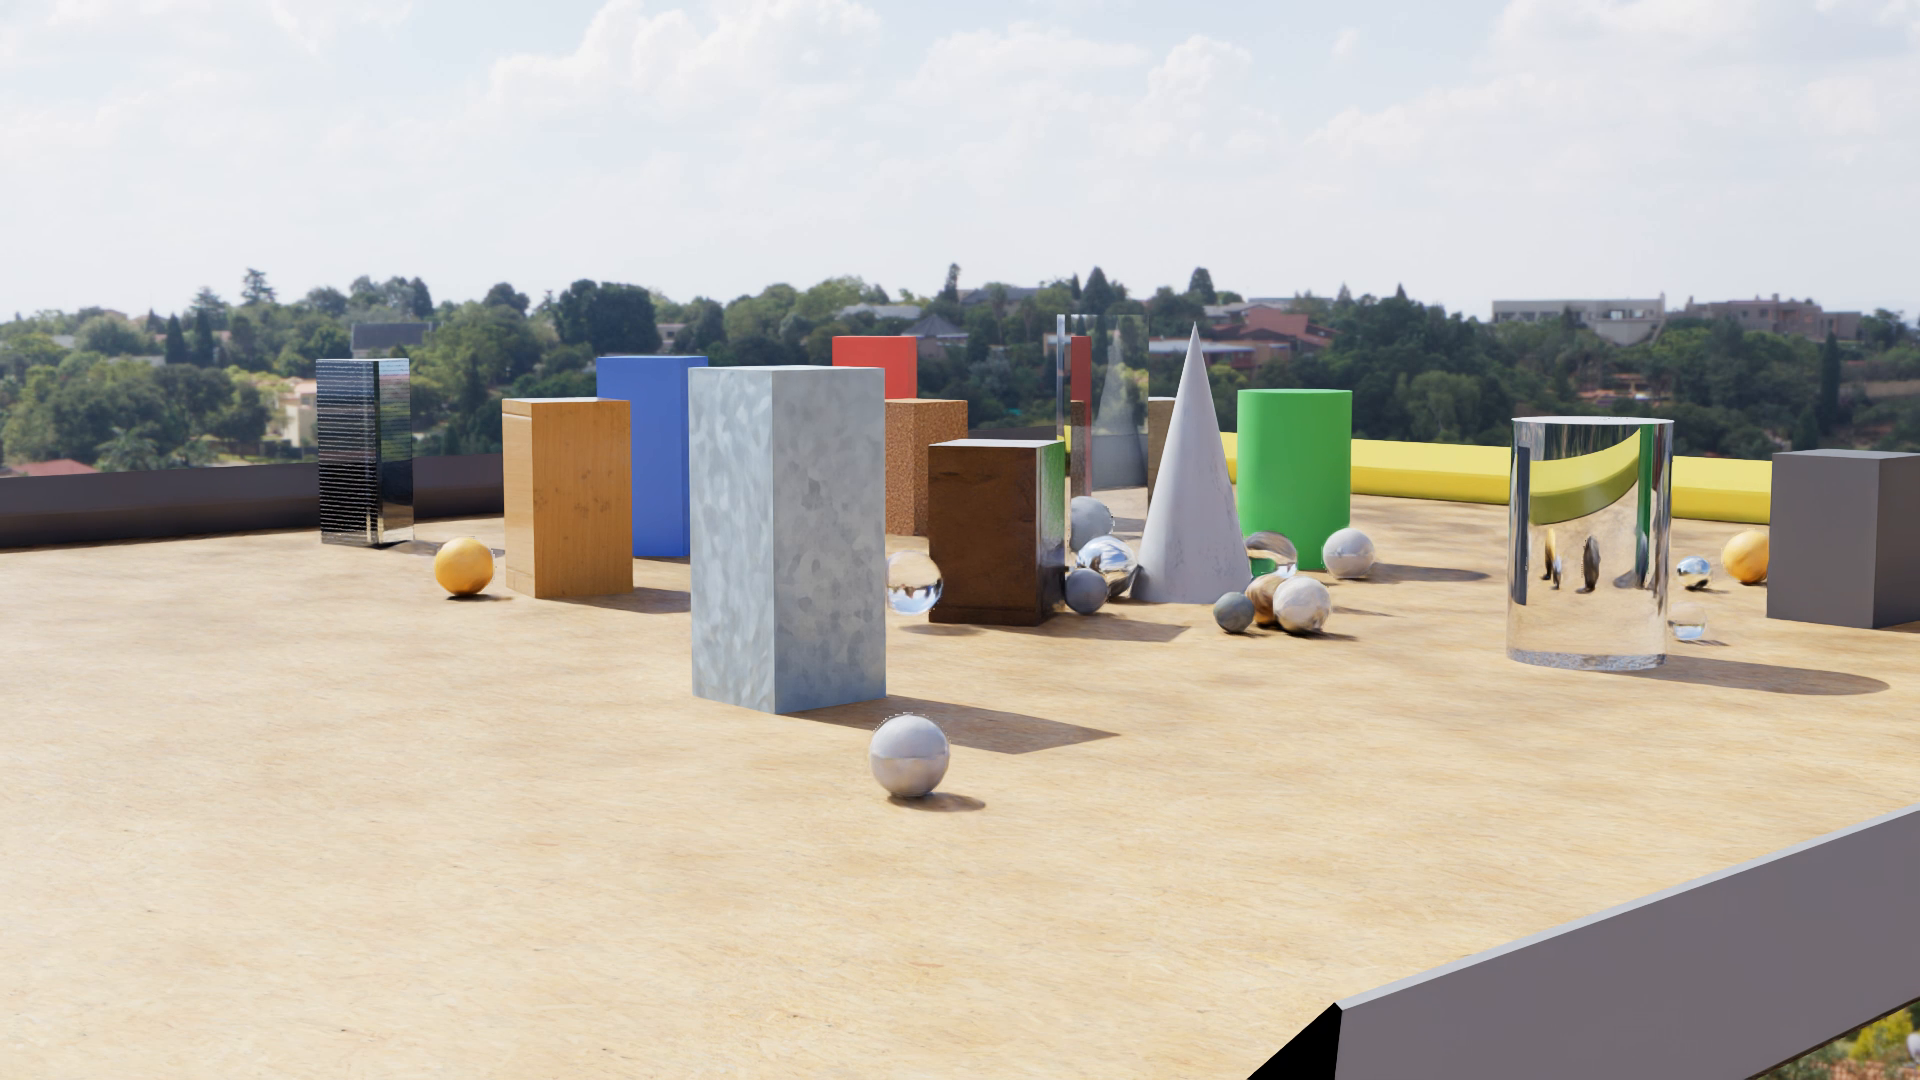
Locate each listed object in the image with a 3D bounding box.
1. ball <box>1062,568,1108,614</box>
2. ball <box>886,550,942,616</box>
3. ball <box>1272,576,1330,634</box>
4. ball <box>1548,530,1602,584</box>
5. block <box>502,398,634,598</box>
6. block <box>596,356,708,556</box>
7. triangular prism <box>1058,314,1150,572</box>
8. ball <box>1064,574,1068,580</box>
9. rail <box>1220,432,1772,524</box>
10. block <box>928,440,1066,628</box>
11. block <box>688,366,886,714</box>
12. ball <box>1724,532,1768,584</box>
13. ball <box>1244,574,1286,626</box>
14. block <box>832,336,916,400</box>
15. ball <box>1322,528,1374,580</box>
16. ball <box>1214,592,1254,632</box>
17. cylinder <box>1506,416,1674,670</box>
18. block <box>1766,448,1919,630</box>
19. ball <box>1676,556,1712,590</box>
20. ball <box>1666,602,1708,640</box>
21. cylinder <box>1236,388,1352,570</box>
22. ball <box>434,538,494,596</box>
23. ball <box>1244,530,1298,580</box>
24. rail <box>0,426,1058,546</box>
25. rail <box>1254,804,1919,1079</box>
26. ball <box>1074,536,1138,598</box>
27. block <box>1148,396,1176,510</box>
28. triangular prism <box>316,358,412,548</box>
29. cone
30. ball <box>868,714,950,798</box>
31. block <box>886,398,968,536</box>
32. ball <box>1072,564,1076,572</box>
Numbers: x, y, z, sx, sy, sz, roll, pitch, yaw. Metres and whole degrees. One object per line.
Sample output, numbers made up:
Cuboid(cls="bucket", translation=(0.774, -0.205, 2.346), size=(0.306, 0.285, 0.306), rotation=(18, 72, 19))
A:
Cuboid(cls="ball", translation=(0.185, 0.076, 3.241), size=(0.067, 0.067, 0.067), rotation=(0, 6, 0))
Cuboid(cls="ball", translation=(-0.072, 0.061, 3.110), size=(0.094, 0.094, 0.094), rotation=(0, 6, 0))
Cuboid(cls="ball", translation=(0.472, 0.090, 3.042), size=(0.081, 0.081, 0.081), rotation=(0, 6, 0))
Cuboid(cls="ball", translation=(1.006, 0.028, 3.598), size=(0.088, 0.088, 0.088), rotation=(0, 6, 0))
Cuboid(cls="block", translation=(-0.627, -0.071, 3.508), size=(0.160, 0.304, 0.160), rotation=(-3, 7, -27))
Cuboid(cls="block", translation=(-0.566, -0.158, 4.075), size=(0.160, 0.360, 0.160), rotation=(1, 6, 12))
Cuboid(cls="triangular prism", translation=(0.215, -0.174, 3.848), size=(0.173, 0.438, 0.150), rotation=(-4, 7, -32))
Cuboid(cls="ball", translation=(0.156, 0.074, 3.379), size=(0.043, 0.043, 0.043), rotation=(0, 6, 0))
Cuboid(cls="rail", translation=(1.543, -0.114, 4.748), size=(0.045, 0.130, 3.672), rotation=(-5, 8, -42))
Cuboid(cls="block", translation=(0.055, -0.014, 3.197), size=(0.160, 0.255, 0.160), rotation=(2, 6, 17))
Cuboid(cls="block", translation=(-0.198, -0.007, 2.528), size=(0.160, 0.380, 0.160), rotation=(-5, 8, -41))
Cuboid(cls="ball", translation=(1.298, 0.028, 3.609), size=(0.086, 0.086, 0.086), rotation=(0, 6, 0))
Cuboid(cls="ball", translation=(0.440, 0.085, 3.114), size=(0.075, 0.075, 0.075), rotation=(0, 6, 0))
Cuboid(cls="block", translation=(-0.182, -0.241, 4.728), size=(0.160, 0.391, 0.160), rotation=(1, 6, 6))
Cuboid(cls="ball", translation=(0.647, 0.023, 3.662), size=(0.085, 0.085, 0.085), rotation=(0, 6, 0))
Cuboid(cls="ball", translation=(0.381, 0.100, 3.056), size=(0.057, 0.057, 0.057), rotation=(0, 6, 0))
Cuboid(cls="cylinder", translation=(0.805, 0.000, 2.818), size=(0.200, 0.306, 0.200), rotation=(0, 6, 0))
Cuboid(cls="block", translation=(1.287, -0.005, 3.183), size=(0.160, 0.240, 0.160), rotation=(-5, 8, -41))
Cuboid(cls="ball", translation=(1.176, 0.052, 3.522), size=(0.056, 0.056, 0.056), rotation=(0, 6, 0))
Cuboid(cls="ball", translation=(0.984, 0.110, 2.978), size=(0.054, 0.054, 0.054), rotation=(0, 6, 0))
Cuboid(cls="cylinder", translation=(0.590, -0.111, 3.890), size=(0.200, 0.305, 0.200), rotation=(0, 6, 0))
Cuboid(cls="ball", translation=(-0.777, 0.042, 3.444), size=(0.092, 0.092, 0.092), rotation=(0, 6, 0))
Cuboid(cls="ball", translation=(0.490, 0.033, 3.510), size=(0.098, 0.098, 0.098), rotation=(0, 6, 0))
Cuboid(cls="rail", translation=(-1.229, -0.104, 4.657), size=(4.247, 0.130, 0.045), rotation=(-5, 8, -42))
Cuboid(cls="rail", translation=(1.229, 0.172, 2.007), size=(4.247, 0.130, 0.045), rotation=(-5, 8, -42))
Cuboid(cls="ball", translation=(0.227, 0.043, 3.419), size=(0.096, 0.096, 0.096), rotation=(0, 6, 0))
Cuboid(cls="block", translation=(0.399, -0.173, 4.715), size=(0.160, 0.258, 0.160), rotation=(-2, 6, -22))
Cuboid(cls="triangular prism", translation=(-1.116, -0.171, 4.231), size=(0.173, 0.353, 0.150), rotation=(4, 7, 35))
Cuboid(cls="cone", translation=(0.364, -0.126, 3.431), size=(0.200, 0.430, 0.200), rotation=(0, 6, 0))
Cuboid(cls="ball", translation=(-0.047, 0.199, 2.019), size=(0.076, 0.076, 0.076), rotation=(0, 6, 0))
Cuboid(cls="block", translation=(-0.097, -0.150, 4.456), size=(0.160, 0.265, 0.160), rotation=(5, 8, 42))
Cuboid(cls="ball", translation=(0.207, 0.053, 3.521), size=(0.054, 0.054, 0.054), rotation=(0, 6, 0))
